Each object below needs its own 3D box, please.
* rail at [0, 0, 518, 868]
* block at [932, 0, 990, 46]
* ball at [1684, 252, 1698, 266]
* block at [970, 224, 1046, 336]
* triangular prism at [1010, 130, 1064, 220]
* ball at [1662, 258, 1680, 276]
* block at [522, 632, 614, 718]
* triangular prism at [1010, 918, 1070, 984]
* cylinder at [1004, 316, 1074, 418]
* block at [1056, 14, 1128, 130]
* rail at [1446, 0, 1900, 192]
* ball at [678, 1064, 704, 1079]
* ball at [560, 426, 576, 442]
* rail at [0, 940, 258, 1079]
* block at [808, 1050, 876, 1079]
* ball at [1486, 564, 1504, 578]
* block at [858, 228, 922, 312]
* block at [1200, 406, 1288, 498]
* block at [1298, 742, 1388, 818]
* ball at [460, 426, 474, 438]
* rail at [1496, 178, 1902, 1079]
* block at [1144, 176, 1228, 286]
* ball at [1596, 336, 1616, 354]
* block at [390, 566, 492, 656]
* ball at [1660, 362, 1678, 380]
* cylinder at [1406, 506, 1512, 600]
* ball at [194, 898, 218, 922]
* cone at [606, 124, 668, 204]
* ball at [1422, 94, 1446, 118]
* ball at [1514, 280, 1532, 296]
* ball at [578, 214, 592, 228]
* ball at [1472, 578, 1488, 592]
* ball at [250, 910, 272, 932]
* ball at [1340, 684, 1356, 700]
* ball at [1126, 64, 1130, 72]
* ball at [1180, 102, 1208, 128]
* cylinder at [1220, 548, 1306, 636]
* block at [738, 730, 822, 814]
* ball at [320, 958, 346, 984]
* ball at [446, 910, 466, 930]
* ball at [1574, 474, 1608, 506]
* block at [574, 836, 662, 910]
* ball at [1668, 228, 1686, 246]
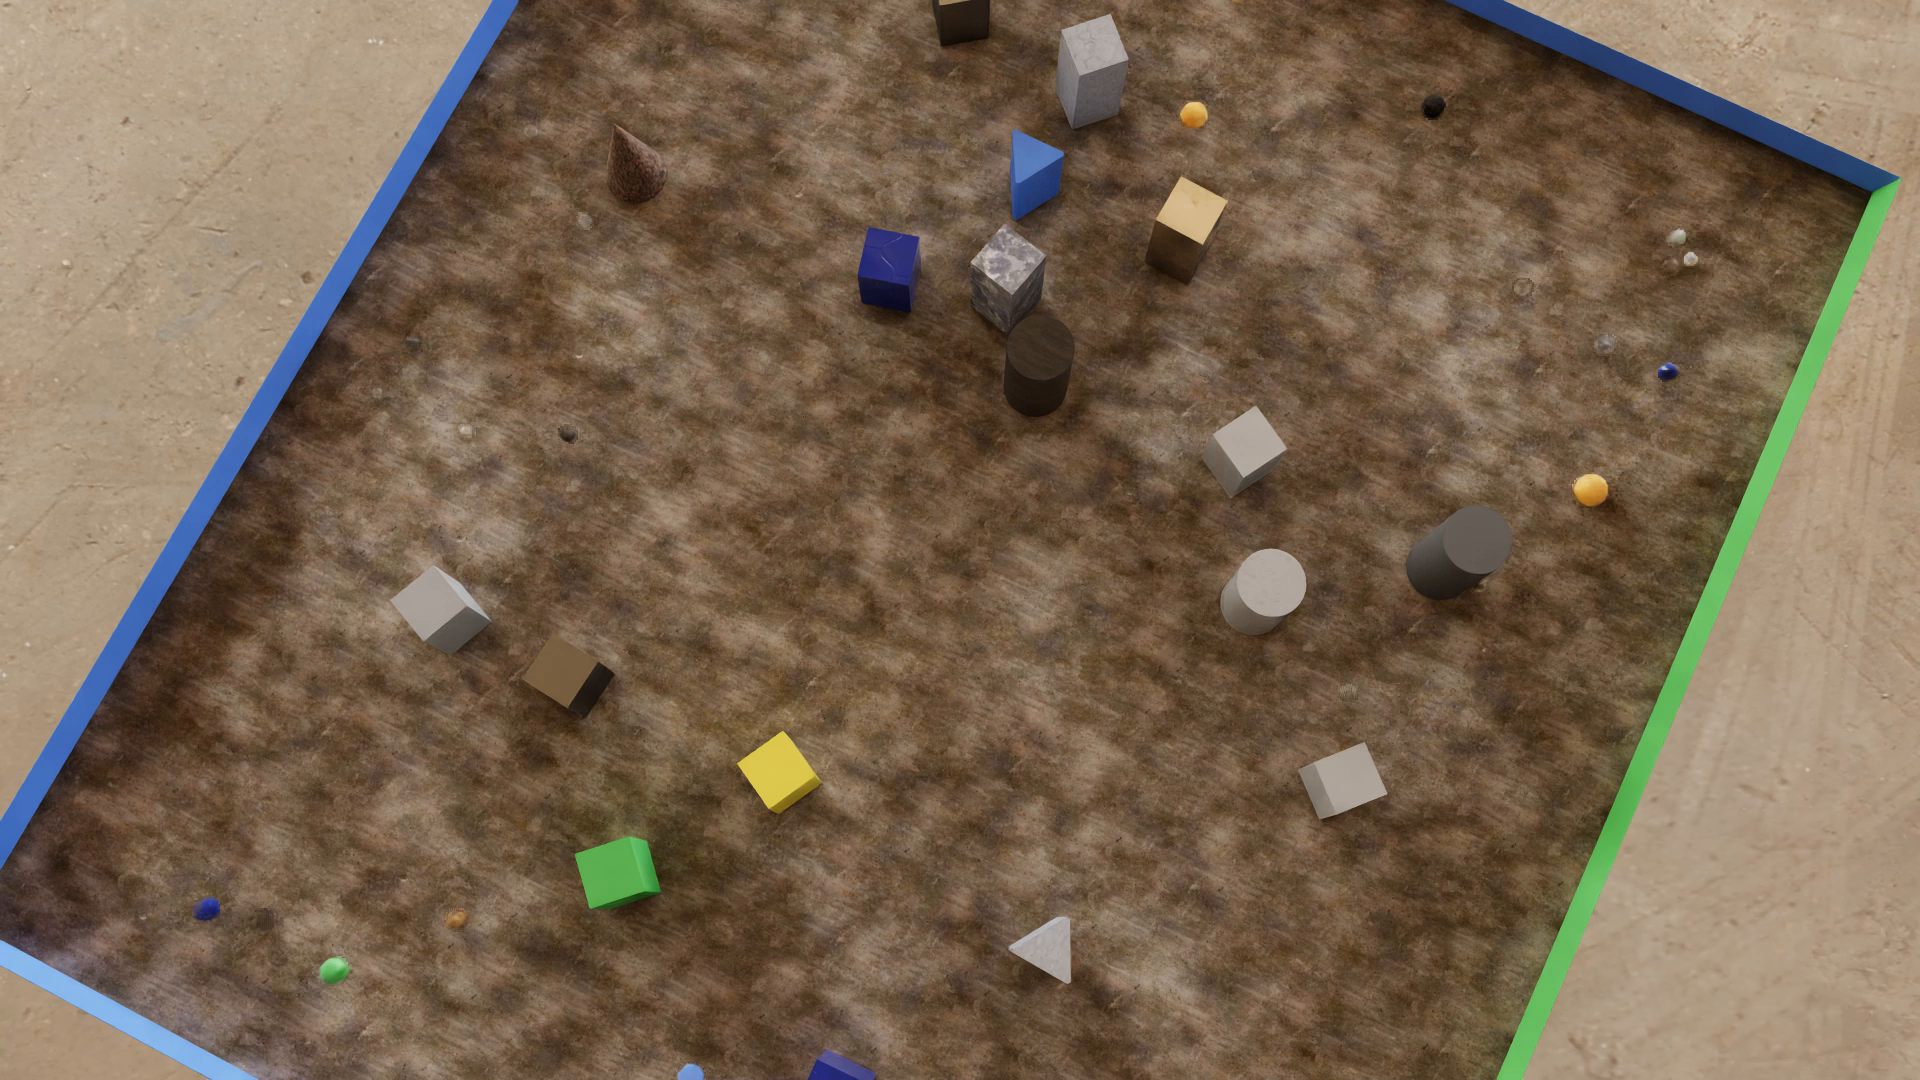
[{"bbox_3d":[-1.872,-0.910,5.738,0.045,0.129,4.684,26,80,5],"label":"rail"},{"bbox_3d":[0.001,-1.720,5.833,0.159,0.273,0.159,-11,79,-2],"label":"block"},{"bbox_3d":[2.303,-0.884,5.778,0.043,0.043,0.043,0,78,0],"label":"ball"},{"bbox_3d":[0.143,-0.788,5.582,0.159,0.387,0.159,39,81,7],"label":"block"},{"bbox_3d":[0.204,-1.155,5.702,0.172,0.300,0.149,-33,80,-6],"label":"triangular prism"},{"bbox_3d":[2.237,-0.859,5.767,0.054,0.054,0.054,0,78,0],"label":"ball"},{"bbox_3d":[-1.150,0.402,5.399,0.159,0.262,0.159,31,80,6],"label":"block"},{"bbox_3d":[0.253,1.124,5.132,0.172,0.494,0.149,29,80,6],"label":"triangular prism"},{"bbox_3d":[0.234,-0.519,5.521,0.198,0.397,0.198,0,78,0],"label":"cylinder"},{"bbox_3d":[0.408,-1.456,5.721,0.159,0.385,0.159,-19,79,-4],"label":"block"},{"bbox_3d":[1.037,-2.024,5.969,4.233,0.129,0.045,26,80,5],"label":"rail"},{"bbox_3d":[-0.773,1.541,5.261,0.072,0.072,0.072,0,78,0],"label":"ball"},{"bbox_3d":[-1.211,-0.326,5.660,0.047,0.047,0.047,0,78,0],"label":"ball"},{"bbox_3d":[-1.037,2.037,5.128,4.233,0.129,0.045,26,80,5],"label":"rail"},{"bbox_3d":[-0.346,1.540,5.100,0.159,0.387,0.159,24,79,5],"label":"block"},{"bbox_3d":[1.604,0.072,5.553,0.086,0.086,0.086,0,78,0],"label":"ball"},{"bbox_3d":[-0.216,-0.832,5.661,0.159,0.251,0.159,11,79,2],"label":"block"},{"bbox_3d":[0.854,-0.262,5.533,0.159,0.271,0.159,-33,80,-6],"label":"block"},{"bbox_3d":[1.112,0.704,5.341,0.159,0.254,0.159,-21,79,-4],"label":"block"},{"bbox_3d":[-1.524,-0.334,5.665,0.041,0.041,0.041,0,78,0],"label":"ball"},{"bbox_3d":[1.872,0.923,5.359,0.045,0.129,4.684,26,80,5],"label":"rail"},{"bbox_3d":[0.690,-0.945,5.628,0.159,0.360,0.159,29,80,6],"label":"block"},{"bbox_3d":[2.011,-0.608,5.712,0.060,0.060,0.060,0,78,0],"label":"ball"},{"bbox_3d":[-1.533,0.211,5.427,0.159,0.287,0.159,-40,81,-8],"label":"block"},{"bbox_3d":[2.204,-0.525,5.698,0.054,0.054,0.054,0,78,0],"label":"ball"},{"bbox_3d":[1.462,0.043,5.387,0.198,0.432,0.198,0,78,0],"label":"cylinder"},{"bbox_3d":[-2.206,1.082,5.359,0.065,0.065,0.065,0,78,0],"label":"ball"},{"bbox_3d":[-1.035,-1.209,5.672,0.198,0.381,0.198,0,78,0],"label":"cone"},{"bbox_3d":[1.517,-1.390,5.867,0.072,0.072,0.072,0,78,0],"label":"ball"},{"bbox_3d":[1.767,-0.792,5.754,0.052,0.052,0.052,0,78,0],"label":"ball"},{"bbox_3d":[-1.188,-1.011,5.804,0.043,0.043,0.043,0,78,0],"label":"ball"},{"bbox_3d":[1.574,0.134,5.547,0.053,0.053,0.053,0,78,0],"label":"ball"},{"bbox_3d":[-2.041,1.114,5.354,0.063,0.063,0.063,0,78,0],"label":"ball"},{"bbox_3d":[1.165,0.457,5.497,0.048,0.048,0.048,0,78,0],"label":"ball"},{"bbox_3d":[0.503,-1.524,5.887,0.080,0.080,0.080,0,78,0],"label":"ball"},{"bbox_3d":[0.747,-1.357,5.854,0.086,0.086,0.086,0,78,0],"label":"ball"},{"bbox_3d":[0.891,0.157,5.407,0.198,0.347,0.198,0,78,0],"label":"cylinder"},{"bbox_3d":[-0.522,0.680,5.335,0.159,0.275,0.159,-35,80,-7],"label":"block"},{"bbox_3d":[-1.819,1.251,5.319,0.075,0.075,0.075,0,78,0],"label":"ball"},{"bbox_3d":[-1.473,1.109,5.358,0.057,0.057,0.057,0,78,0],"label":"ball"},{"bbox_3d":[1.928,-0.153,5.598,0.099,0.099,0.099,0,78,0],"label":"ball"},{"bbox_3d":[-0.979,0.959,5.267,0.159,0.297,0.159,-18,79,-4],"label":"block"},{"bbox_3d":[2.266,-0.956,5.788,0.052,0.052,0.052,0,78,0],"label":"ball"}]
